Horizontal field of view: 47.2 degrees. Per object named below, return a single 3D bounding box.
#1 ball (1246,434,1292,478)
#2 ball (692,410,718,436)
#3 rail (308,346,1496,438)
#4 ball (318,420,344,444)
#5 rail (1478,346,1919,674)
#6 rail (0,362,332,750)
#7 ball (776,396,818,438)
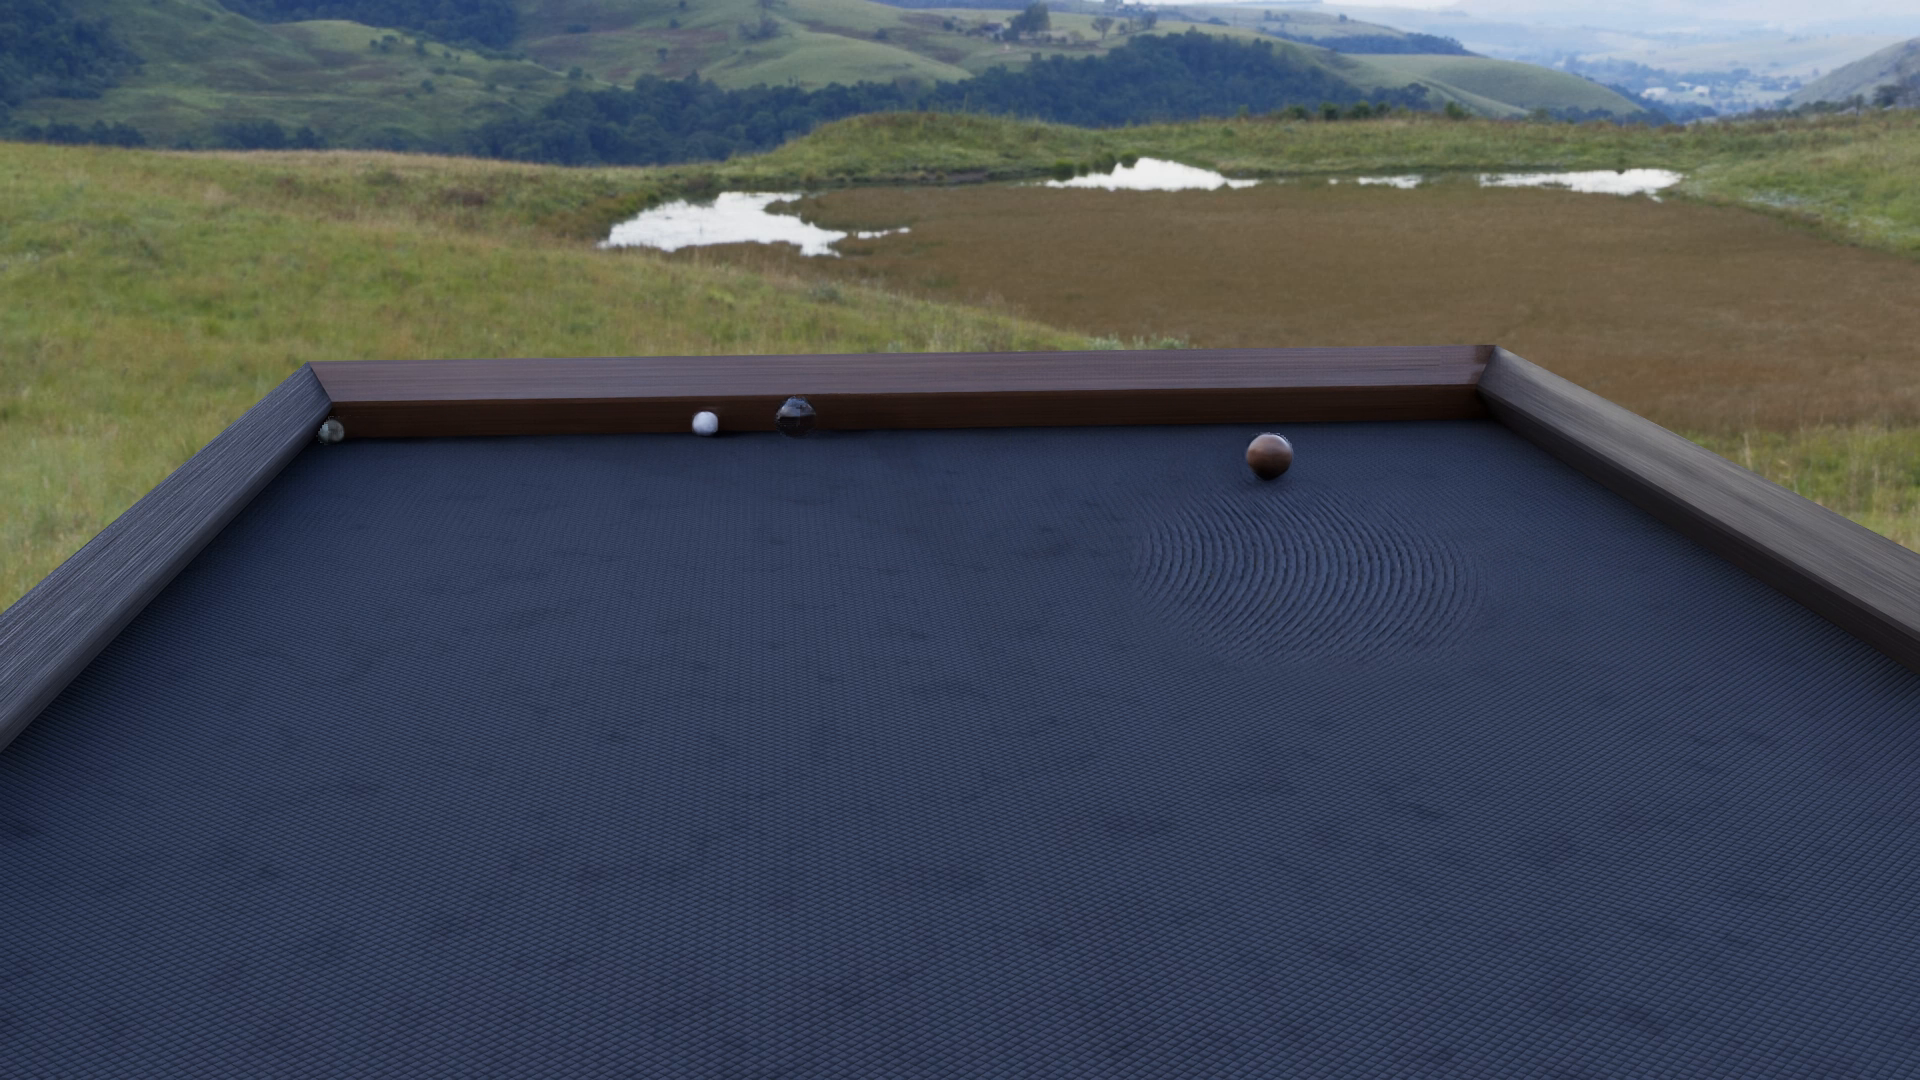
[{"bbox_3d":[0.475,-0.129,3.378,0.069,0.069,0.069,0,14,0],"label":"ball"},{"bbox_3d":[-0.427,-0.195,3.691,0.044,0.044,0.044,0,14,0],"label":"ball"},{"bbox_3d":[-0.074,-0.250,3.730,2.026,0.128,0.045,-1,14,-5],"label":"rail"},{"bbox_3d":[-1.039,-0.179,3.634,0.041,0.041,0.041,0,14,0],"label":"ball"},{"bbox_3d":[1.062,0.162,2.103,0.045,0.128,3.587,-1,14,-5],"label":"rail"},{"bbox_3d":[-0.909,0.204,1.939,0.045,0.128,3.587,-1,14,-5],"label":"rail"},{"bbox_3d":[-0.273,-0.205,3.675,0.070,0.070,0.070,0,14,0],"label":"ball"}]
